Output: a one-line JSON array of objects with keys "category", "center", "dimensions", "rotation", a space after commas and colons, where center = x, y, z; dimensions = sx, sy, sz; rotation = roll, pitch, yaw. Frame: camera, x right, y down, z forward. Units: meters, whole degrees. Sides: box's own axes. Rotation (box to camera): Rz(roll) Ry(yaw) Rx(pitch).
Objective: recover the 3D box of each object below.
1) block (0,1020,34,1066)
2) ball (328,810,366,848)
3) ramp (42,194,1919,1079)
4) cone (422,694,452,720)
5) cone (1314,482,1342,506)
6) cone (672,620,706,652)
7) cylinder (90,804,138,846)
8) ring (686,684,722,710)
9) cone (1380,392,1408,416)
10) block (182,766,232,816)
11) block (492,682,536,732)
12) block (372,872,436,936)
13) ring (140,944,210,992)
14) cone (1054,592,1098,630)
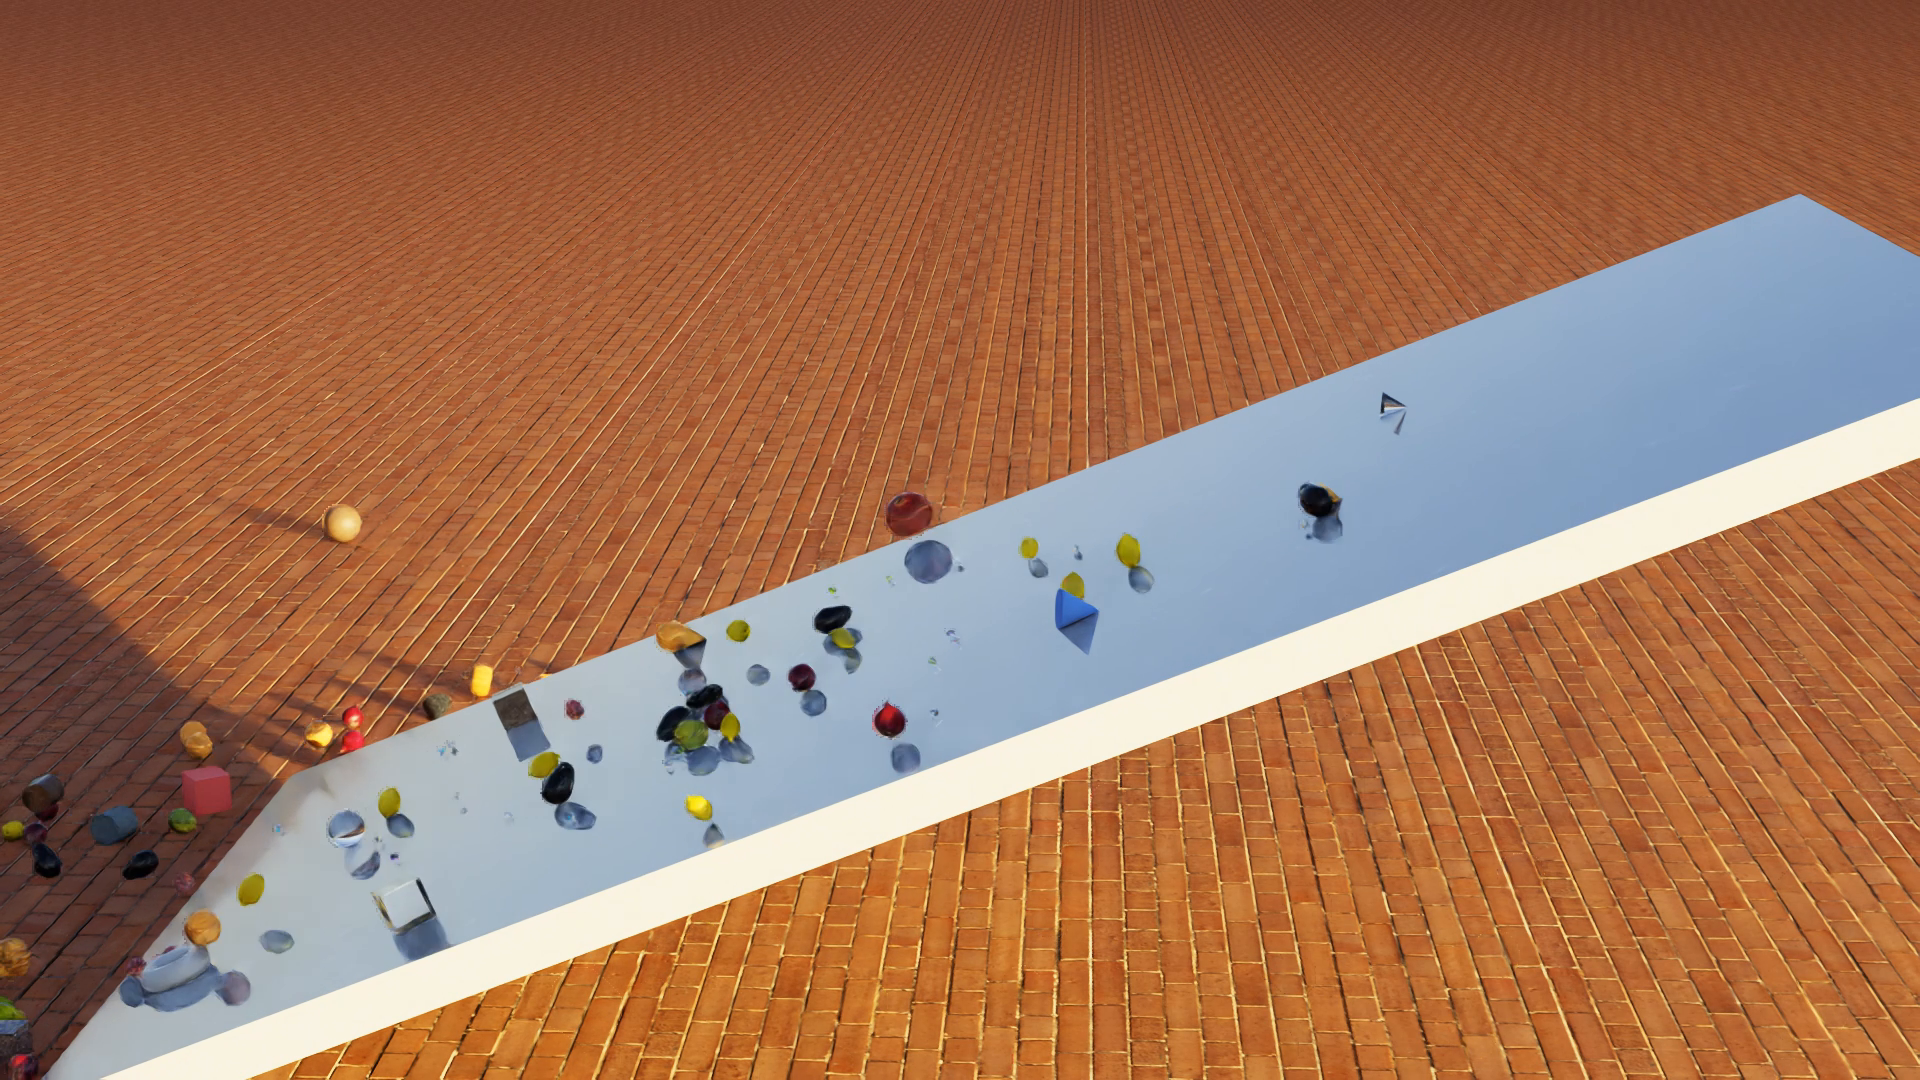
[{"category": "block", "center": [-1.944, 1.027, 6.004], "dimensions": [0.071, 0.071, 0.071], "rotation": [-2, 13, 9]}, {"category": "ball", "center": [-1.355, 0.639, 6.502], "dimensions": [0.081, 0.081, 0.081], "rotation": [0, 14, 0]}, {"category": "ramp", "center": [0.124, 0.173, 6.290], "dimensions": [4.000, 0.100, 2.000], "rotation": [-21, 12, 7]}, {"category": "cone", "center": [-1.464, 0.489, 8.259], "dimensions": [0.081, 0.081, 0.081], "rotation": [-4, 41, -15]}, {"category": "cone", "center": [0.755, -0.087, 5.987], "dimensions": [0.050, 0.050, 0.050], "rotation": [14, 18, 23]}, {"category": "cone", "center": [-0.649, 0.235, 7.092], "dimensions": [0.079, 0.079, 0.079], "rotation": [4, 14, -3]}, {"category": "cylinder", "center": [-2.091, 0.706, 7.275], "dimensions": [0.081, 0.081, 0.081], "rotation": [5, 14, 18]}, {"category": "ring", "center": [-0.563, 0.345, 6.474], "dimensions": [0.089, 0.030, 0.089], "rotation": [-22, 11, 4]}, {"category": "cone", "center": [0.963, -0.298, 6.516], "dimensions": [0.059, 0.059, 0.059], "rotation": [7, 15, 8]}, {"category": "block", "center": [-1.928, 0.641, 7.526], "dimensions": [0.094, 0.094, 0.094], "rotation": [-10, 17, -34]}, {"category": "block", "center": [-1.065, 0.399, 7.027], "dimensions": [0.080, 0.080, 0.080], "rotation": [-24, 12, -7]}, {"category": "block", "center": [-1.080, 0.706, 5.713], "dimensions": [0.082, 0.082, 0.082], "rotation": [-27, 13, -22]}, {"category": "ring", "center": [-1.603, 0.874, 6.008], "dimensions": [0.149, 0.050, 0.149], "rotation": [-20, 13, 5]}, {"category": "cone", "center": [0.239, 0.140, 5.897], "dimensions": [0.083, 0.083, 0.083], "rotation": [-6, 15, -10]}]
